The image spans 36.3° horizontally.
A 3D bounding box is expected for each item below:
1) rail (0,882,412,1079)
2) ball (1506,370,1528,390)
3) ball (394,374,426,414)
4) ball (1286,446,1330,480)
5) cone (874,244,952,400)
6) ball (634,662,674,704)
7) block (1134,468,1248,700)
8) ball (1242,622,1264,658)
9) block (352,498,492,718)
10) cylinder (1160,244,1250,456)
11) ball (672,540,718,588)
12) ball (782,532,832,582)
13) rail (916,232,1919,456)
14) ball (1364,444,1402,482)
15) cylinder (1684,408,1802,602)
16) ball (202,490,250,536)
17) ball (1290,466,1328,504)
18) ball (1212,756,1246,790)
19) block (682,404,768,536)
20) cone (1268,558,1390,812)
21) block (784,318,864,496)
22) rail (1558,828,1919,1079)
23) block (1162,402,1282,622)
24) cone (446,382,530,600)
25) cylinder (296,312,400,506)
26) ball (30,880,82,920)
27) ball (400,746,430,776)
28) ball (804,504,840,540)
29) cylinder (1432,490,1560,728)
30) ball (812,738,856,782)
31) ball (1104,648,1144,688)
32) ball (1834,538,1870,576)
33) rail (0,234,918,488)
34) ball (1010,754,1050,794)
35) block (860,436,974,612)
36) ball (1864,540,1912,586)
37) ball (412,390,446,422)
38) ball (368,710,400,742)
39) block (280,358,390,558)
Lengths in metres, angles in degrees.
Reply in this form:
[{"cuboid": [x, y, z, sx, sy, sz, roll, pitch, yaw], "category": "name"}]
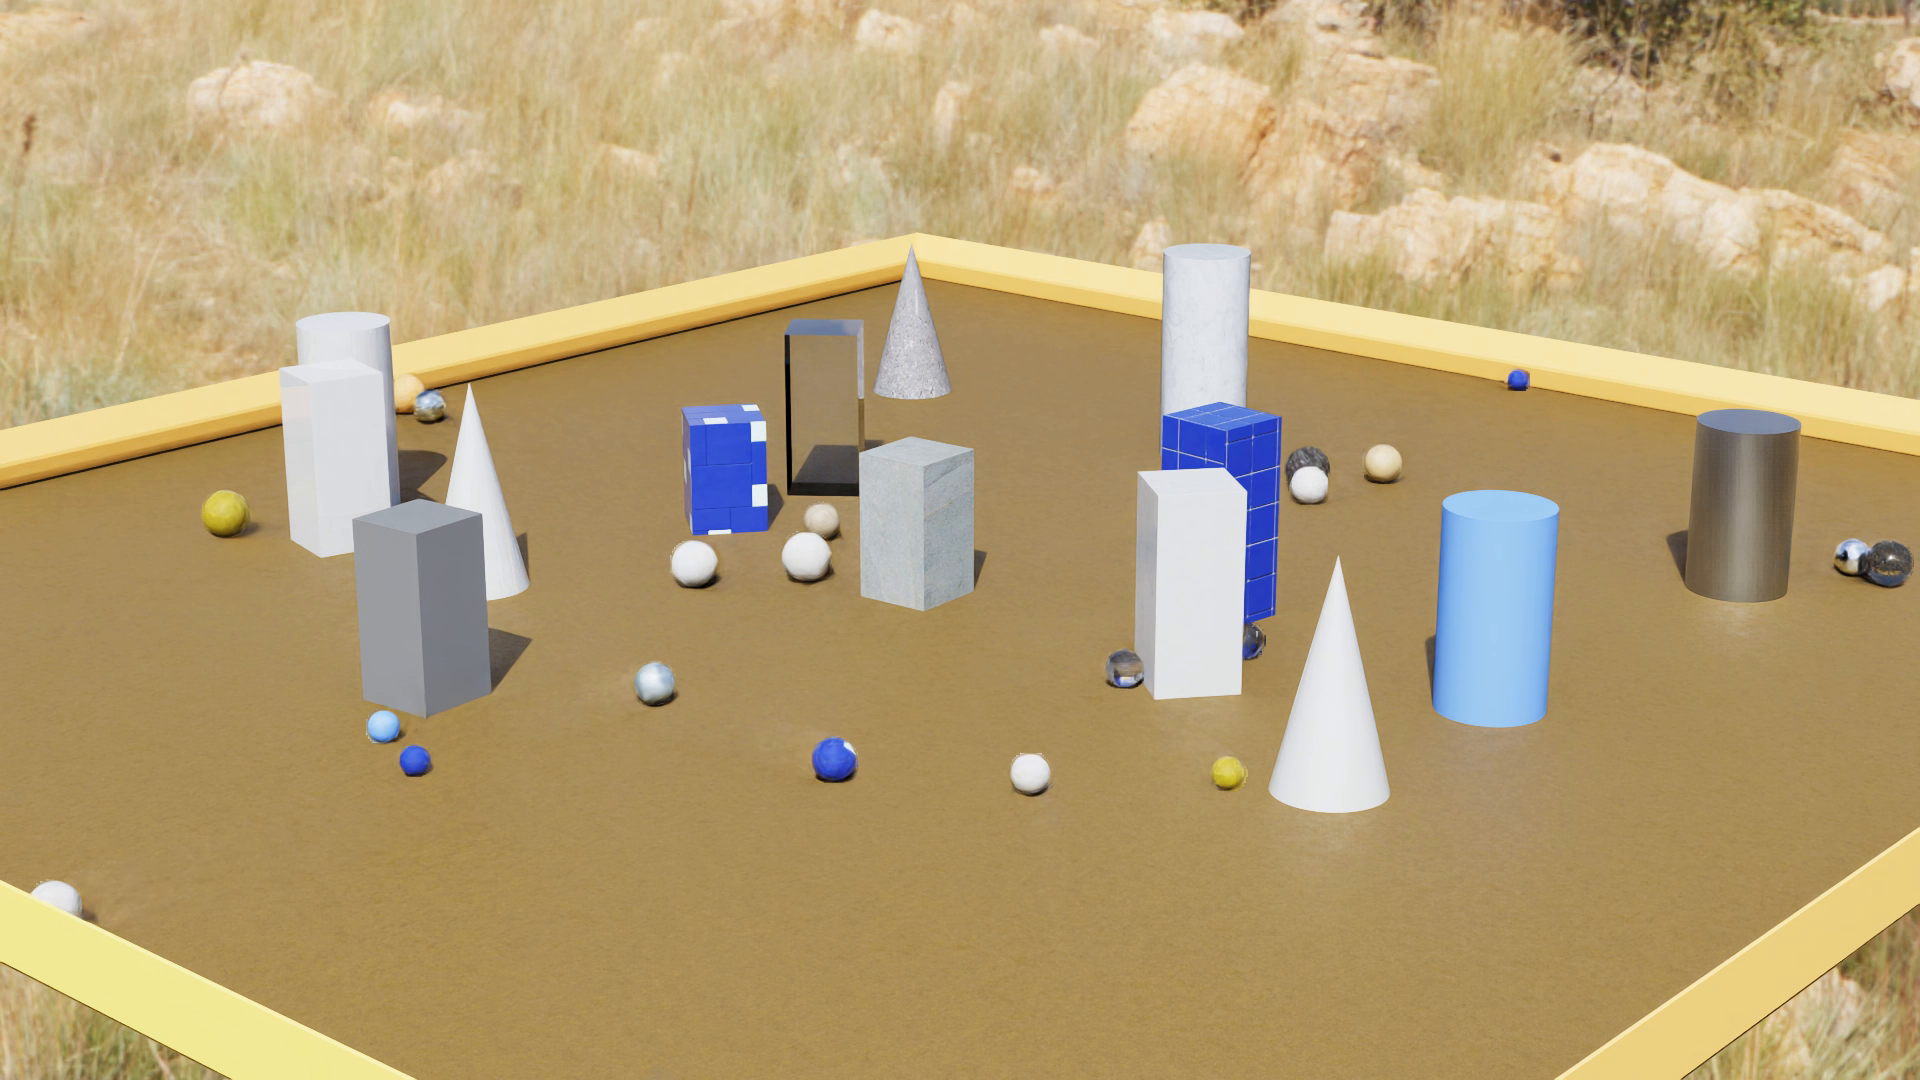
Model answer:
[{"cuboid": [-1.260, 0.450, 3.733, 3.677, 0.114, 0.045, 14, 22, 39], "category": "rail"}, {"cuboid": [1.237, -0.355, 6.504, 0.047, 0.047, 0.047, 0, 17, 0], "category": "ball"}, {"cuboid": [-1.190, -0.314, 6.303, 0.085, 0.085, 0.085, 0, 17, 0], "category": "ball"}, {"cuboid": [0.680, -0.141, 5.733, 0.084, 0.084, 0.084, 0, 17, 0], "category": "ball"}, {"cuboid": [-0.106, -0.493, 6.469, 0.175, 0.332, 0.175, 0, 17, 0], "category": "cone"}, {"cuboid": [-0.477, 0.224, 4.568, 0.064, 0.064, 0.064, 0, 17, 0], "category": "ball"}, {"cuboid": [0.361, 0.068, 4.621, 0.140, 0.332, 0.140, -3, 17, -9], "category": "block"}, {"cuboid": [0.464, 0.163, 4.774, 0.060, 0.060, 0.060, 0, 17, 0], "category": "ball"}, {"cuboid": [-0.836, 0.104, 4.563, 0.140, 0.295, 0.140, 12, 21, 35], "category": "block"}, {"cuboid": [0.496, -0.378, 5.942, 0.175, 0.418, 0.175, 0, 17, 0], "category": "cylinder"}, {"cuboid": [-0.465, 0.042, 5.138, 0.081, 0.081, 0.081, 0, 17, 0], "category": "ball"}, {"cuboid": [-0.270, 0.029, 5.167, 0.088, 0.088, 0.088, 0, 17, 0], "category": "ball"}, {"cuboid": [1.260, -0.393, 6.511, 3.677, 0.114, 0.045, 14, 22, 39], "category": "rail"}, {"cuboid": [0.834, -0.151, 5.781, 0.075, 0.075, 0.075, 0, 17, 0], "category": "ball"}, {"cuboid": [1.360, -0.061, 5.099, 0.175, 0.300, 0.175, 0, 17, 0], "category": "cylinder"}, {"cuboid": [-1.359, -0.050, 5.432, 0.085, 0.085, 0.085, 0, 17, 0], "category": "ball"}, {"cuboid": [0.672, -0.106, 5.637, 0.073, 0.073, 0.073, 0, 17, 0], "category": "ball"}, {"cuboid": [0.386, 0.336, 4.226, 0.049, 0.049, 0.049, 0, 17, 0], "category": "ball"}, {"cuboid": [-0.441, -0.133, 5.492, 0.140, 0.210, 0.140, -3, 17, -11], "category": "block"}, {"cuboid": [0.533, 0.191, 4.178, 0.175, 0.354, 0.175, 0, 17, 0], "category": "cone"}, {"cuboid": [-0.263, -0.259, 5.717, 0.140, 0.320, 0.140, 1, 17, 3], "category": "block"}, {"cuboid": [1.370, 0.374, 3.983, 0.045, 0.114, 3.892, 14, 22, 39], "category": "rail"}, {"cuboid": [0.438, -0.040, 4.949, 0.140, 0.348, 0.140, -15, 22, -40], "category": "block"}, {"cuboid": [-0.844, -0.096, 5.097, 0.175, 0.368, 0.175, 0, 17, 0], "category": "cone"}, {"cuboid": [-1.163, -0.239, 5.580, 0.175, 0.361, 0.175, 0, 17, 0], "category": "cylinder"}, {"cuboid": [-1.157, 0.471, 3.744, 0.070, 0.070, 0.070, 0, 17, 0], "category": "ball"}, {"cuboid": [-0.797, 0.321, 4.280, 0.044, 0.044, 0.044, 0, 17, 0], "category": "ball"}, {"cuboid": [-0.255, -0.034, 5.412, 0.067, 0.067, 0.067, 0, 17, 0], "category": "ball"}, {"cuboid": [0.823, 0.104, 4.510, 0.175, 0.326, 0.175, 0, 17, 0], "category": "cylinder"}, {"cuboid": [-0.183, 0.318, 4.257, 0.064, 0.064, 0.064, 0, 17, 0], "category": "ball"}, {"cuboid": [0.260, 0.203, 4.641, 0.061, 0.061, 0.061, 0, 17, 0], "category": "ball"}, {"cuboid": [1.585, 0.030, 5.205, 0.064, 0.064, 0.064, 0, 17, 0], "category": "ball"}, {"cuboid": [-1.370, -0.317, 6.261, 0.045, 0.114, 3.892, 14, 22, 39], "category": "rail"}, {"cuboid": [0.101, 0.336, 4.210, 0.058, 0.058, 0.058, 0, 17, 0], "category": "ball"}, {"cuboid": [-0.074, -0.030, 5.070, 0.140, 0.257, 0.140, 13, 21, 36], "category": "block"}, {"cuboid": [1.629, 0.041, 5.143, 0.080, 0.080, 0.080, 0, 17, 0], "category": "ball"}, {"cuboid": [-1.129, -0.285, 6.233, 0.069, 0.069, 0.069, 0, 17, 0], "category": "ball"}, {"cuboid": [-0.867, 0.280, 4.409, 0.048, 0.048, 0.048, 0, 17, 0], "category": "ball"}, {"cuboid": [-1.139, -0.152, 5.355, 0.140, 0.325, 0.140, -11, 20, -33], "category": "block"}]
